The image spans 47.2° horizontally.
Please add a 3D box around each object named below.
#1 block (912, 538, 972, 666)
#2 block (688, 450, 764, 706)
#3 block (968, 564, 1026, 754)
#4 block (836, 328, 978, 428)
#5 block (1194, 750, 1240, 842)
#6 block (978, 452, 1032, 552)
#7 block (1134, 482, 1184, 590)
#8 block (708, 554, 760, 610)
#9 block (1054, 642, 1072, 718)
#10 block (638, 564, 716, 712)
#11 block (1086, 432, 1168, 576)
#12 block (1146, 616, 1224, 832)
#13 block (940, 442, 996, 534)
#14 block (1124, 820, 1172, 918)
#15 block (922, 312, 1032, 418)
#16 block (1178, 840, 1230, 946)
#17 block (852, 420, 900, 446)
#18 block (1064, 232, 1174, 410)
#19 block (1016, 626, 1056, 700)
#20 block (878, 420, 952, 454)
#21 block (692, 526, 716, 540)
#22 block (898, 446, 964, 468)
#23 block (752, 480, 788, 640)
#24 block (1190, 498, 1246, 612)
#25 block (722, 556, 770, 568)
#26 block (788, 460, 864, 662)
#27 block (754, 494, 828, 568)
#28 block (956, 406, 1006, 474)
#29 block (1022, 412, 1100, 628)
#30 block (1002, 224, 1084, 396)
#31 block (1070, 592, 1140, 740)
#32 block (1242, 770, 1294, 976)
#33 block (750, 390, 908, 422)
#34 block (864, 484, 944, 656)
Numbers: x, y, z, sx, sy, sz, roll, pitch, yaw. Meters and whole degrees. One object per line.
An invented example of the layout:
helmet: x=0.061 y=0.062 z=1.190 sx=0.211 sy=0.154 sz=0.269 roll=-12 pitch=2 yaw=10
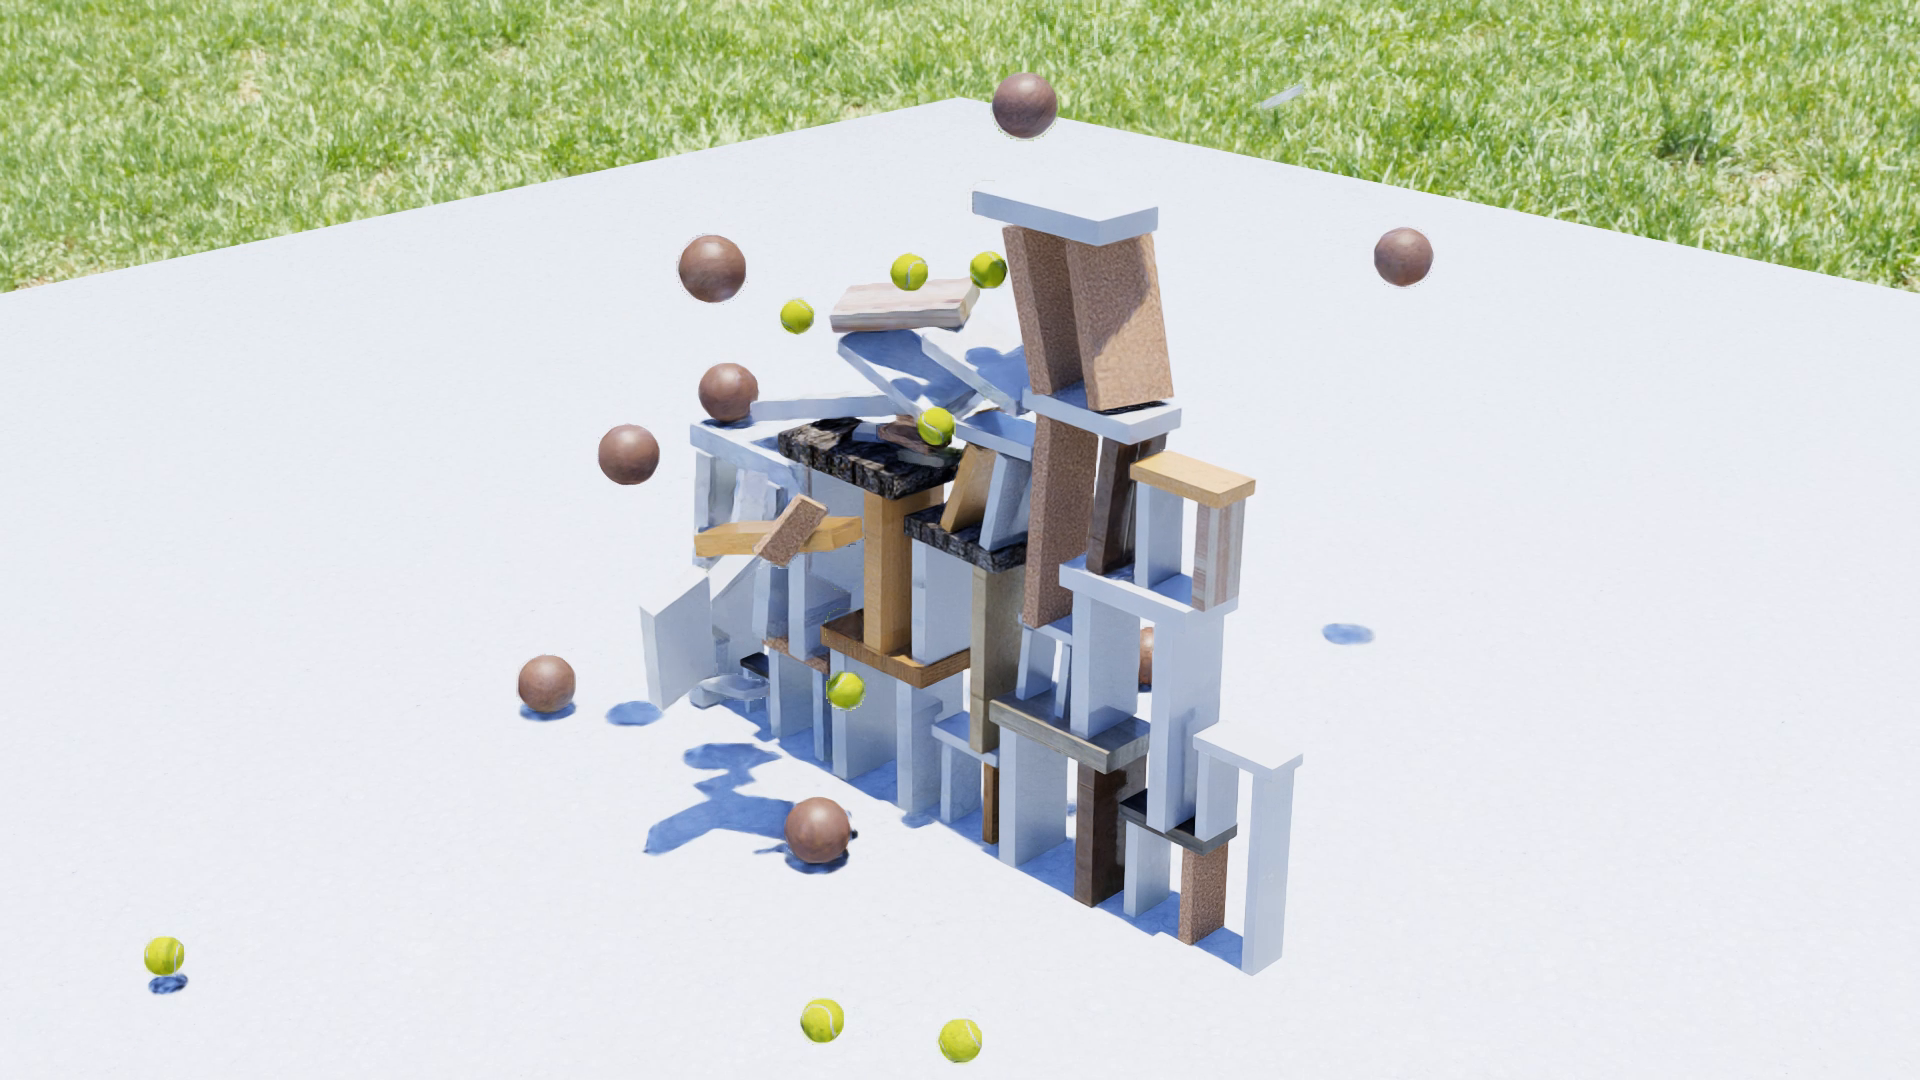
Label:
block: x=-0.034 y=0.105 z=4.318 sx=0.130 sy=0.261 sz=0.037 roll=-21 pitch=32 yaw=-41
block: x=-0.503 y=0.071 z=4.825 sx=0.173 sy=0.589 sz=0.049 roll=-17 pitch=30 yaw=-41
block: x=0.081 y=0.214 z=4.229 sx=0.130 sy=0.391 sz=0.037 roll=-20 pitch=31 yaw=-39
block: x=-0.100 y=-0.327 z=4.205 sx=0.131 sy=0.037 sz=0.262 roll=-33 pitch=59 yaw=-29
block: x=0.459 y=0.442 z=3.915 sx=0.087 sy=0.175 sz=0.025 roll=-21 pitch=31 yaw=-40
block: x=0.098 y=-0.081 z=4.066 sx=0.101 sy=0.203 sz=0.029 roll=-18 pitch=43 yaw=-37
block: x=0.349 y=-0.021 z=3.840 sx=0.028 sy=0.195 sz=0.098 roll=19 pitch=30 yaw=39
block: x=-0.464 y=0.070 z=4.355 sx=0.142 sy=0.019 sz=0.068 roll=-46 pitch=43 yaw=-7
block: x=0.217 y=0.252 z=4.102 sx=0.076 sy=0.152 sz=0.022 roll=-21 pitch=37 yaw=-41
block: x=-0.539 y=0.189 z=4.204 sx=0.040 sy=0.284 sz=0.142 roll=34 pitch=54 yaw=25
block: x=0.294 y=-0.075 z=3.879 sx=0.131 sy=0.261 sz=0.037 roll=-21 pitch=38 yaw=-40
block: x=0.402 y=0.314 z=3.923 sx=0.041 sy=0.404 sz=0.146 roll=21 pitch=31 yaw=40
block: x=0.034 y=-0.111 z=4.143 sx=0.101 sy=0.202 sz=0.029 roll=-21 pitch=53 yaw=-41
block: x=0.351 y=0.596 z=4.102 sx=0.028 sy=0.199 sz=0.099 roll=21 pitch=31 yaw=41
block: x=0.065 y=-0.325 z=4.053 sx=0.131 sy=0.037 sz=0.276 roll=-26 pitch=45 yaw=-30
block: x=0.445 y=0.632 z=4.016 sx=0.028 sy=0.199 sz=0.099 roll=21 pitch=31 yaw=41
block: x=-0.140 y=-0.211 z=4.371 sx=0.133 sy=0.019 sz=0.067 roll=6 pitch=23 yaw=13
block: x=0.276 y=-0.382 z=3.791 sx=0.149 sy=0.299 sz=0.042 roll=-11 pitch=7 yaw=-25
block: x=0.147 y=0.224 z=4.169 sx=0.076 sy=0.152 sz=0.022 roll=-21 pitch=37 yaw=-40
block: x=-0.087 y=-0.201 z=4.246 sx=0.133 sy=0.019 sz=0.067 roll=21 pitch=34 yaw=37
block: x=-0.474 y=-0.013 z=4.465 sx=0.128 sy=0.018 sz=0.064 roll=1 pitch=-9 yaw=-16
block: x=-0.051 y=-0.163 z=4.229 sx=0.067 sy=0.019 sz=0.134 roll=-19 pitch=20 yaw=-39
block: x=-0.344 y=0.027 z=4.621 sx=0.173 sy=0.347 sz=0.049 roll=-16 pitch=32 yaw=-41
block: x=0.441 y=0.016 z=3.752 sx=0.028 sy=0.195 sz=0.098 roll=22 pitch=32 yaw=40
block: x=-0.418 y=0.022 z=4.434 sx=0.128 sy=0.064 sz=0.018 roll=-16 pitch=7 yaw=-23
block: x=-0.271 y=0.022 z=4.526 sx=0.171 sy=0.436 sz=0.048 roll=-20 pitch=32 yaw=-40
block: x=-0.309 y=-0.017 z=4.022 sx=0.068 sy=0.136 sz=0.019 roll=28 pitch=17 yaw=-40
block: x=0.030 y=-0.150 z=4.199 sx=0.067 sy=0.227 sz=0.019 roll=-18 pitch=45 yaw=-43
block: x=0.185 y=-0.048 z=4.018 sx=0.131 sy=0.420 sz=0.037 roll=-20 pitch=34 yaw=-39
block: x=0.160 y=-0.420 z=3.874 sx=0.042 sy=0.299 sz=0.149 roll=0 pitch=19 yaw=38
block: x=0.268 y=0.206 z=4.034 sx=0.041 sy=0.292 sz=0.146 roll=20 pitch=30 yaw=39
block: x=0.544 y=0.579 z=3.882 sx=0.025 sy=0.402 sz=0.087 roll=21 pitch=31 yaw=41
block: x=-0.194 y=-0.274 z=4.423 sx=0.518 sy=0.040 sz=0.142 roll=1 pitch=10 yaw=43
block: x=-0.111 y=0.043 z=4.360 sx=0.048 sy=0.342 sz=0.171 roll=23 pitch=32 yaw=39
